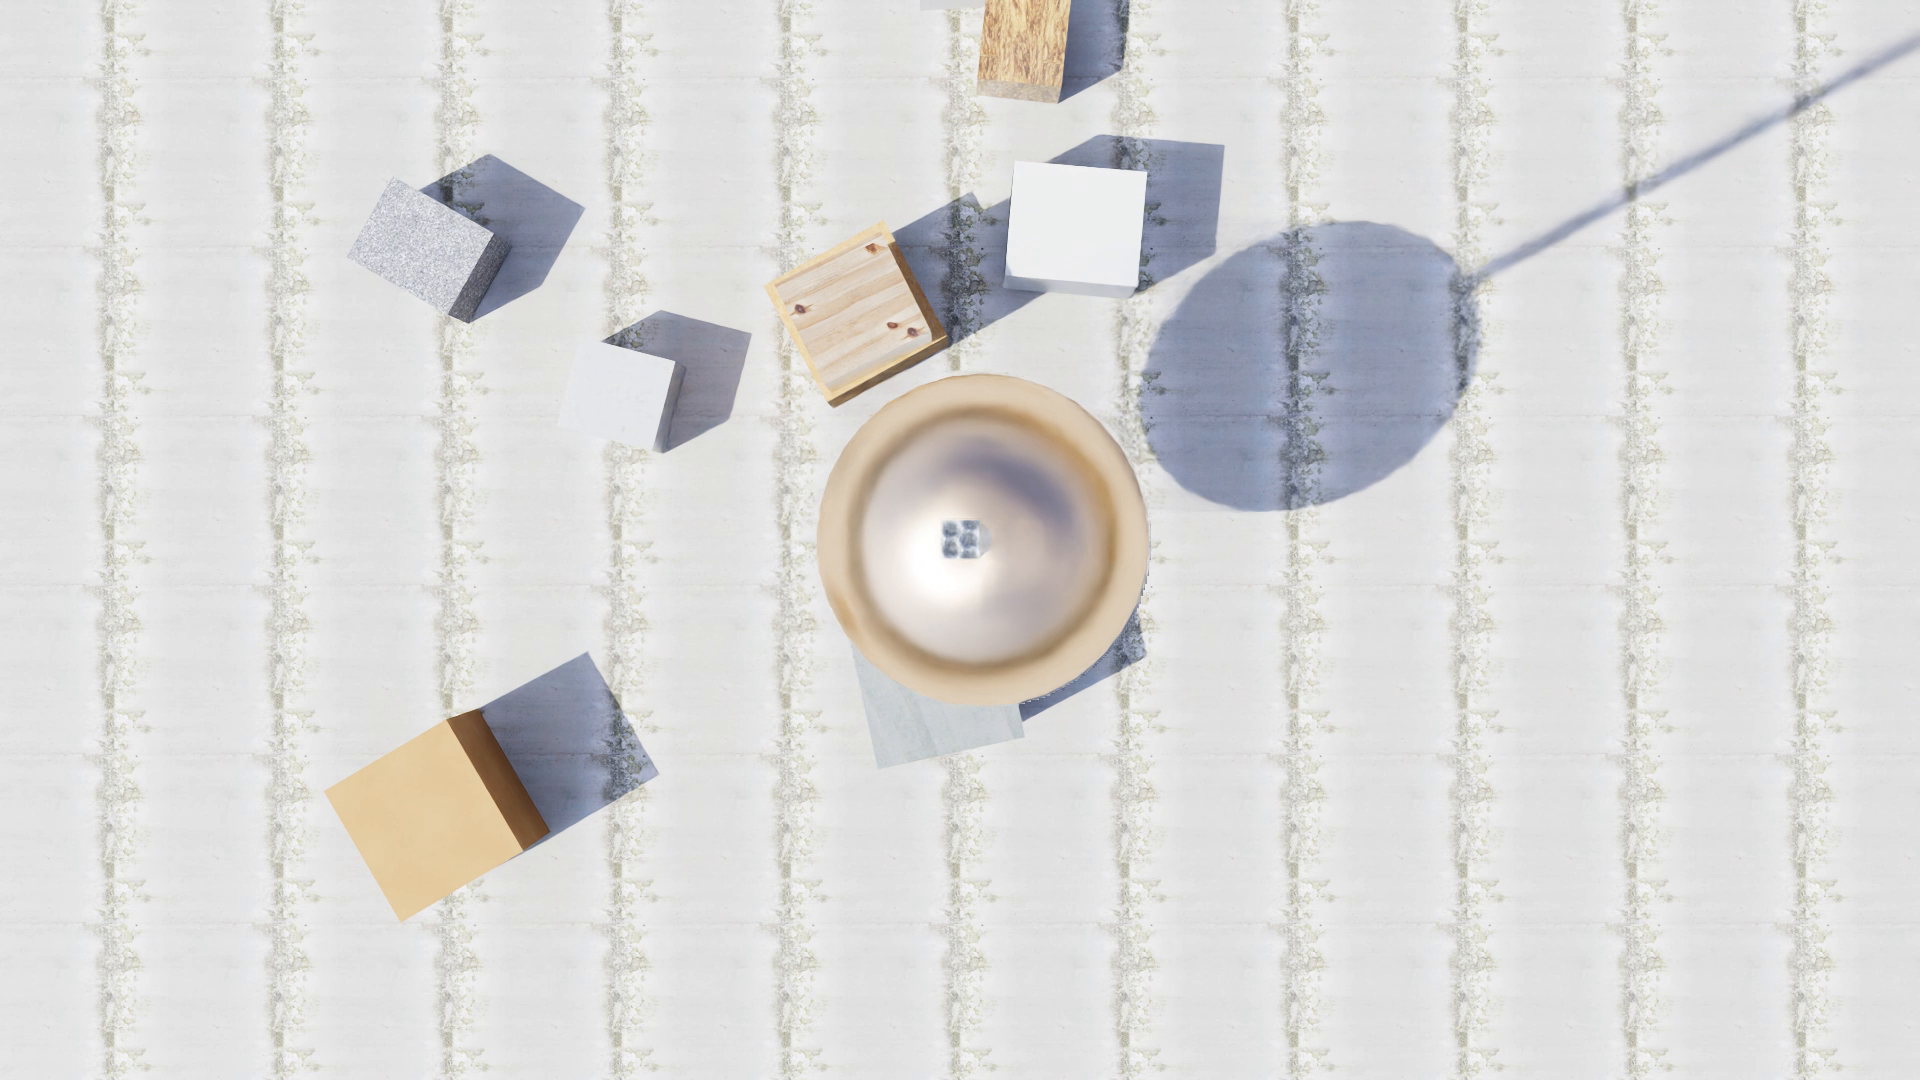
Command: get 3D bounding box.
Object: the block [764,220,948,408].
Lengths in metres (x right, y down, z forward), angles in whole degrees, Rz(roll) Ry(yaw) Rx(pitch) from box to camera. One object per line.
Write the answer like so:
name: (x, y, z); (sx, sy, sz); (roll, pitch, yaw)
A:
block: (-0.589, -1.289, 12.685); (0.772, 0.631, 0.746); (-29, 90, 0)

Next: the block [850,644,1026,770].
block: (-0.132, 0.777, 12.530); (0.827, 0.939, 0.805); (-12, 90, 0)

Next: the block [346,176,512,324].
block: (-3.060, -1.670, 12.730); (0.658, 0.540, 0.530); (30, 90, 0)

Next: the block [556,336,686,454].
block: (-1.957, -0.832, 12.755); (0.561, 0.490, 0.525); (15, 90, 0)

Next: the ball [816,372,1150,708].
ball: (0.108, 0.000, 10.545); (1.600, 1.600, 1.600); (0, 90, 0)

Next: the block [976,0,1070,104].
block: (0.365, -2.866, 12.758); (0.482, 0.485, 0.528); (6, 90, 0)

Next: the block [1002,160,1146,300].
block: (0.651, -1.777, 12.678); (0.746, 0.645, 0.646); (5, 90, 0)

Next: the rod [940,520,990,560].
rod: (0.047, 0.000, 7.145); (0.080, 5.200, 0.080); (0, 90, 1)

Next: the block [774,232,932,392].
block: (-0.573, -1.237, 12.044); (0.635, 0.650, 0.597); (-27, 90, 0)

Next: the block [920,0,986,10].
block: (-0.002, -3.415, 12.766); (0.504, 0.469, 0.541); (-4, 90, 0)

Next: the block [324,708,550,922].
block: (-2.975, 1.558, 12.595); (0.786, 0.810, 0.846); (-30, 90, 0)
